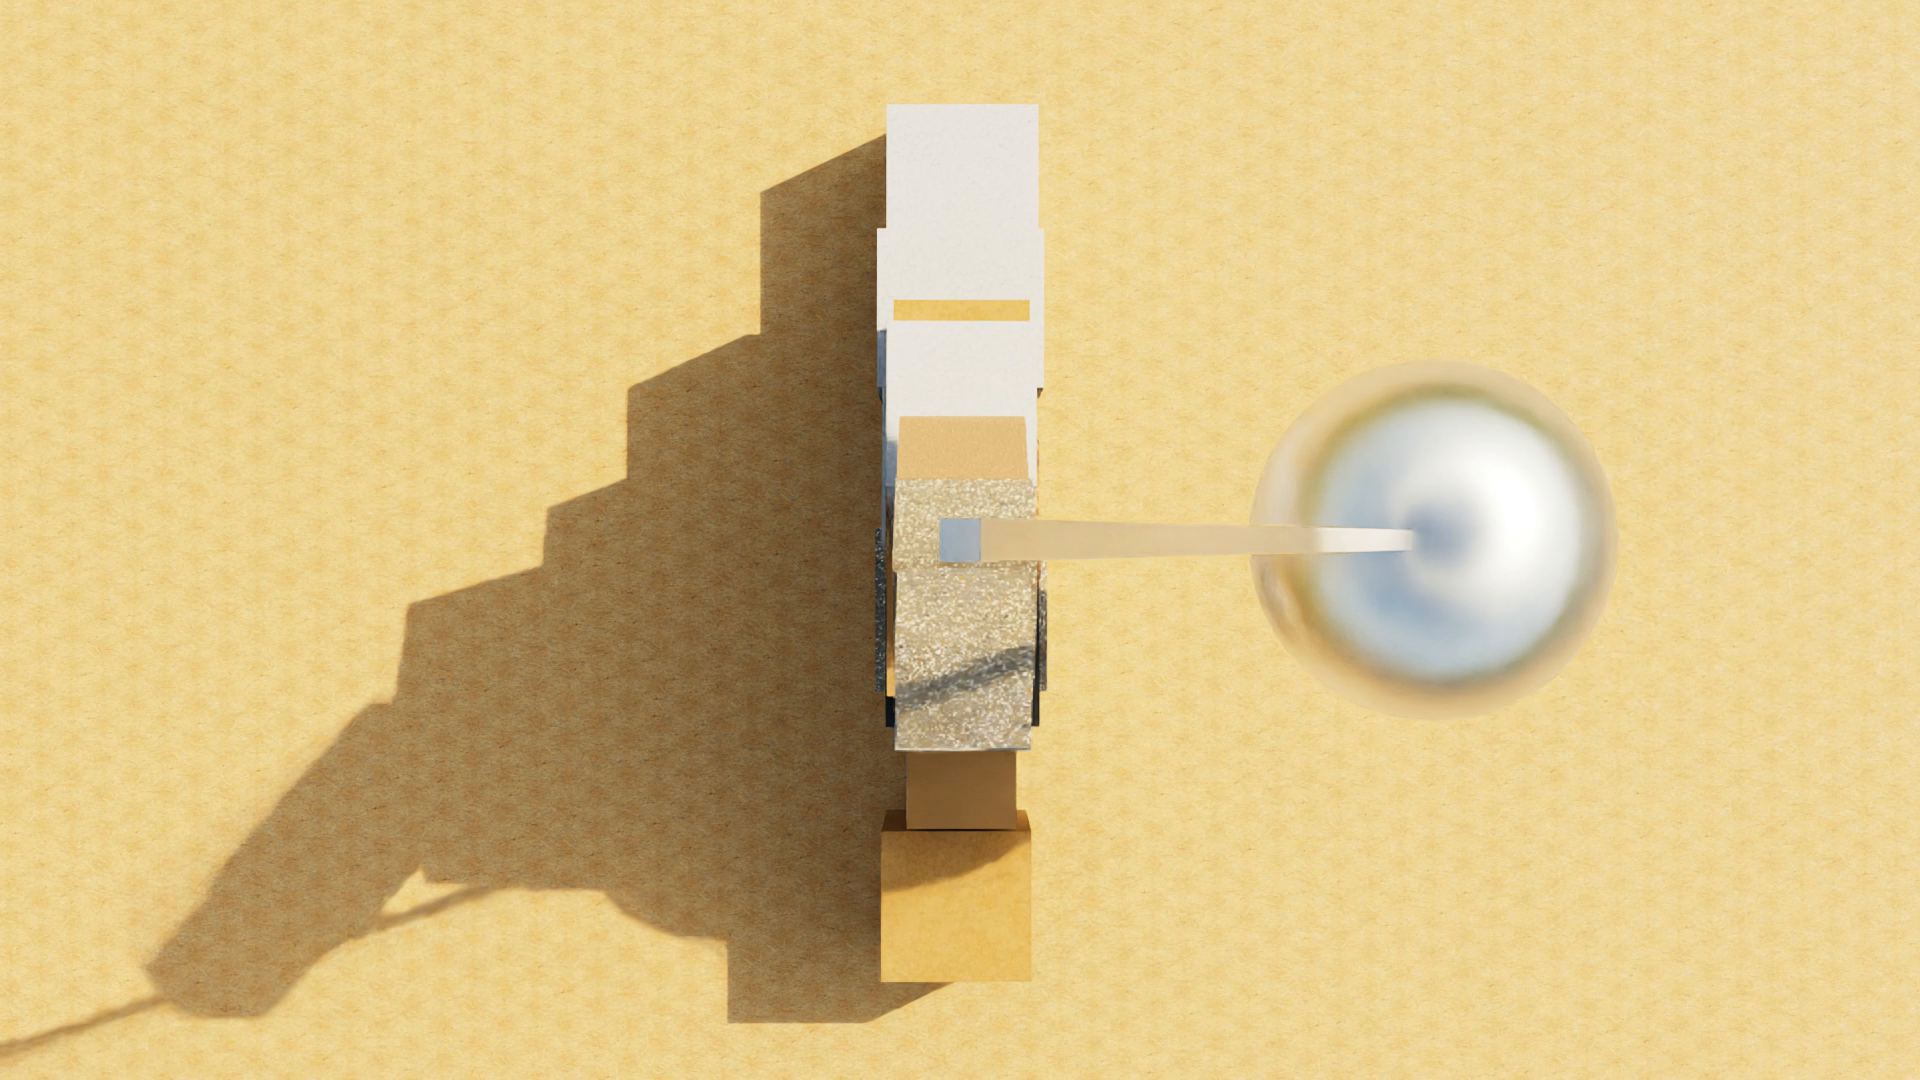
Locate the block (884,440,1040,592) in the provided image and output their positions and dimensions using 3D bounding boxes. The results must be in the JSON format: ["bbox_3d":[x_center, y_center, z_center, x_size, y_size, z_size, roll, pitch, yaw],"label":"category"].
[{"bbox_3d":[0.013,-0.101,10.969,0.749,0.610,0.685,0,80,0],"label":"block"}]

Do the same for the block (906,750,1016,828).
[{"bbox_3d":[0.009,1.245,11.951,0.579,0.674,0.562,0,90,0],"label":"block"}]

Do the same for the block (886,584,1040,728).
[{"bbox_3d":[0.014,0.552,11.659,0.787,0.849,0.806,0,90,0],"label":"block"}]

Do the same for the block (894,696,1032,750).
[{"bbox_3d":[0.014,0.689,10.958,0.666,0.554,0.669,0,90,0],"label":"block"}]

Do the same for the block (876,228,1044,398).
[{"bbox_3d":[0.003,-1.198,11.775,0.866,0.734,0.825,0,89,0],"label":"block"}]

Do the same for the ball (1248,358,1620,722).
[{"bbox_3d":[2.074,0.000,9.698,1.600,1.600,1.600,0,90,0],"label":"ball"}]

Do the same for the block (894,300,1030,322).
[{"bbox_3d":[0.007,-0.819,11.080,0.671,0.590,0.669,0,84,0],"label":"block"}]

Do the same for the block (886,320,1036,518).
[{"bbox_3d":[0.004,-0.549,10.320,0.676,0.817,0.763,0,80,0],"label":"block"}]

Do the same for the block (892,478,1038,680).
[{"bbox_3d":[0.019,0.156,9.097,0.573,0.628,0.579,0,122,0],"label":"block"}]

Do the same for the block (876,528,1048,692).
[{"bbox_3d":[0.006,0.382,12.541,0.944,0.917,0.900,0,90,0],"label":"block"}]

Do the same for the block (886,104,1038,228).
[{"bbox_3d":[0.015,-1.989,12.601,0.843,0.798,0.860,0,90,0],"label":"block"}]

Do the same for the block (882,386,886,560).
[{"bbox_3d":[-0.003,-0.325,11.721,0.798,0.794,0.829,0,81,0],"label":"block"}]

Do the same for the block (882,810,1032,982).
[{"bbox_3d":[-0.020,2.004,12.513,0.822,0.974,0.823,0,90,0],"label":"block"}]

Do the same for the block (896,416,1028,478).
[{"bbox_3d":[0.009,-0.154,9.591,0.553,0.537,0.588,0,122,0],"label":"block"}]

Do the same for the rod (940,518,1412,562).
[{"bbox_3d":[0.899,0.000,6.508,0.080,5.200,0.080,0,90,20],"label":"rod"}]

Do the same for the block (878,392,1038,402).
[{"bbox_3d":[-0.008,-1.171,12.568,0.884,0.852,0.765,0,89,0],"label":"block"}]

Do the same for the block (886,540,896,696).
[{"bbox_3d":[-0.011,0.359,10.332,0.647,0.605,0.629,0,99,0],"label":"block"}]

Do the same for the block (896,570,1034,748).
[{"bbox_3d":[0.014,0.459,8.605,0.520,0.529,0.478,0,122,0],"label":"block"}]
